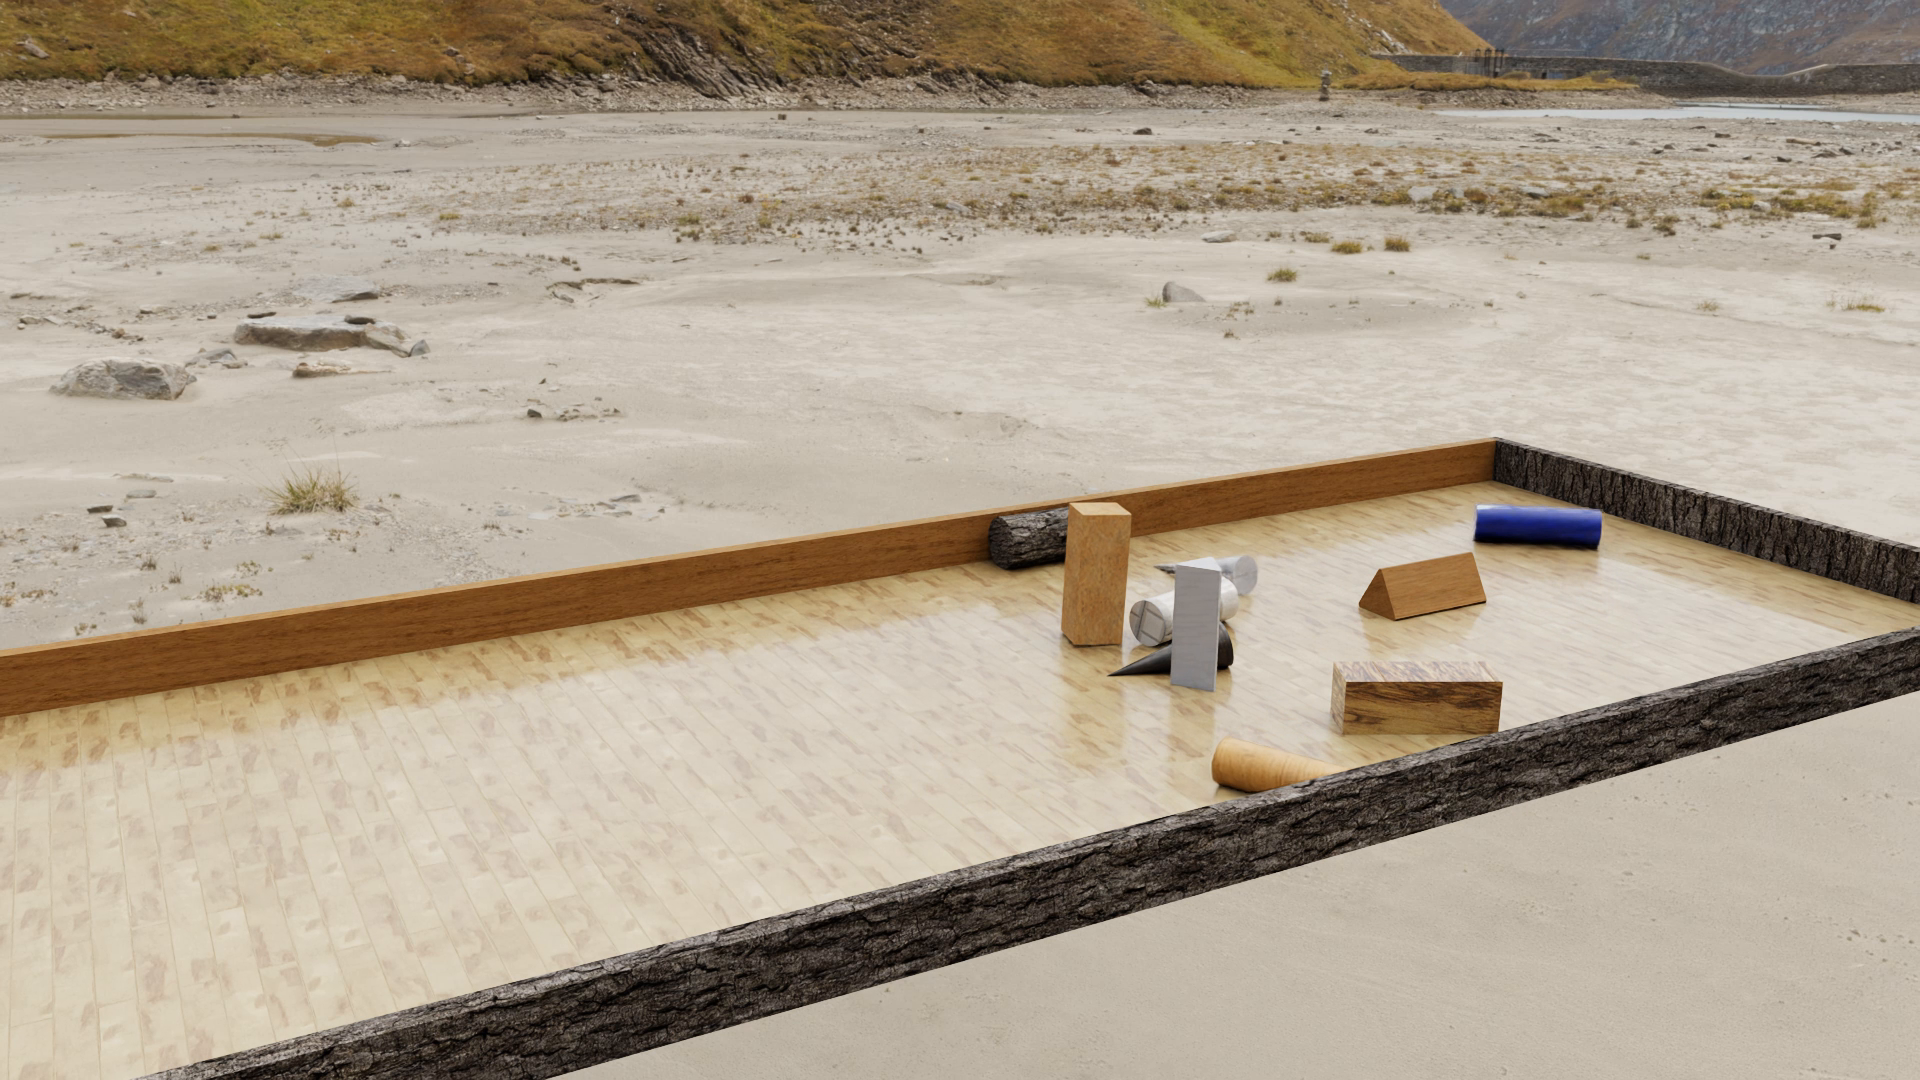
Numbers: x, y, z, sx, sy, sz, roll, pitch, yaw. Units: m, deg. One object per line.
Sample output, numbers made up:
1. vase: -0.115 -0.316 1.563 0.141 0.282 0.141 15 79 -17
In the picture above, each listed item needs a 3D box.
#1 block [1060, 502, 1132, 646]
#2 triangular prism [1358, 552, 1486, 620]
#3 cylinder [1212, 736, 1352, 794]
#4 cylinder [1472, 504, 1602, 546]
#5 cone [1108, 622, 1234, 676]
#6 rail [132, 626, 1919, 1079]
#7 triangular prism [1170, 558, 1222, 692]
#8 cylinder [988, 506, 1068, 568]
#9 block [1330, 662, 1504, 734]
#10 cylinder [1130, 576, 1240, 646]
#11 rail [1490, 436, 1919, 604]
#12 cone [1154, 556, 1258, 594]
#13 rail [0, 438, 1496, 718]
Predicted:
1. block: 0.362 0.089 4.405 0.132 0.356 0.132 -1 15 -13
2. triangular prism: 1.326 0.119 4.705 0.345 0.130 0.150 -9 19 -27
3. cylinder: 0.700 0.501 3.470 0.329 0.102 0.102 12 20 34
4. cylinder: 1.856 -0.047 5.313 0.380 0.114 0.114 4 17 12
5. cone: 0.523 0.306 4.209 0.328 0.120 0.120 -14 19 -11
6. rail: -2.336 1.006 1.665 12.000 0.150 0.050 -9 18 -27
7. triangular prism: 0.602 0.204 4.104 0.118 0.312 0.102 9 18 26
8. cylinder: 0.285 -0.015 5.122 0.362 0.160 0.160 -9 18 -27
9. block: 1.066 0.369 3.866 0.361 0.131 0.131 0 16 0
10. cylinder: 0.611 0.191 4.481 0.314 0.125 0.125 -15 22 -41
11. rail: 2.466 -0.048 5.253 0.050 0.150 2.100 -9 18 -27
12. cone: 0.711 0.091 4.943 0.114 0.114 0.367 -14 13 -40
13. rail: -3.305 0.497 3.399 12.000 0.150 0.050 -9 18 -27
